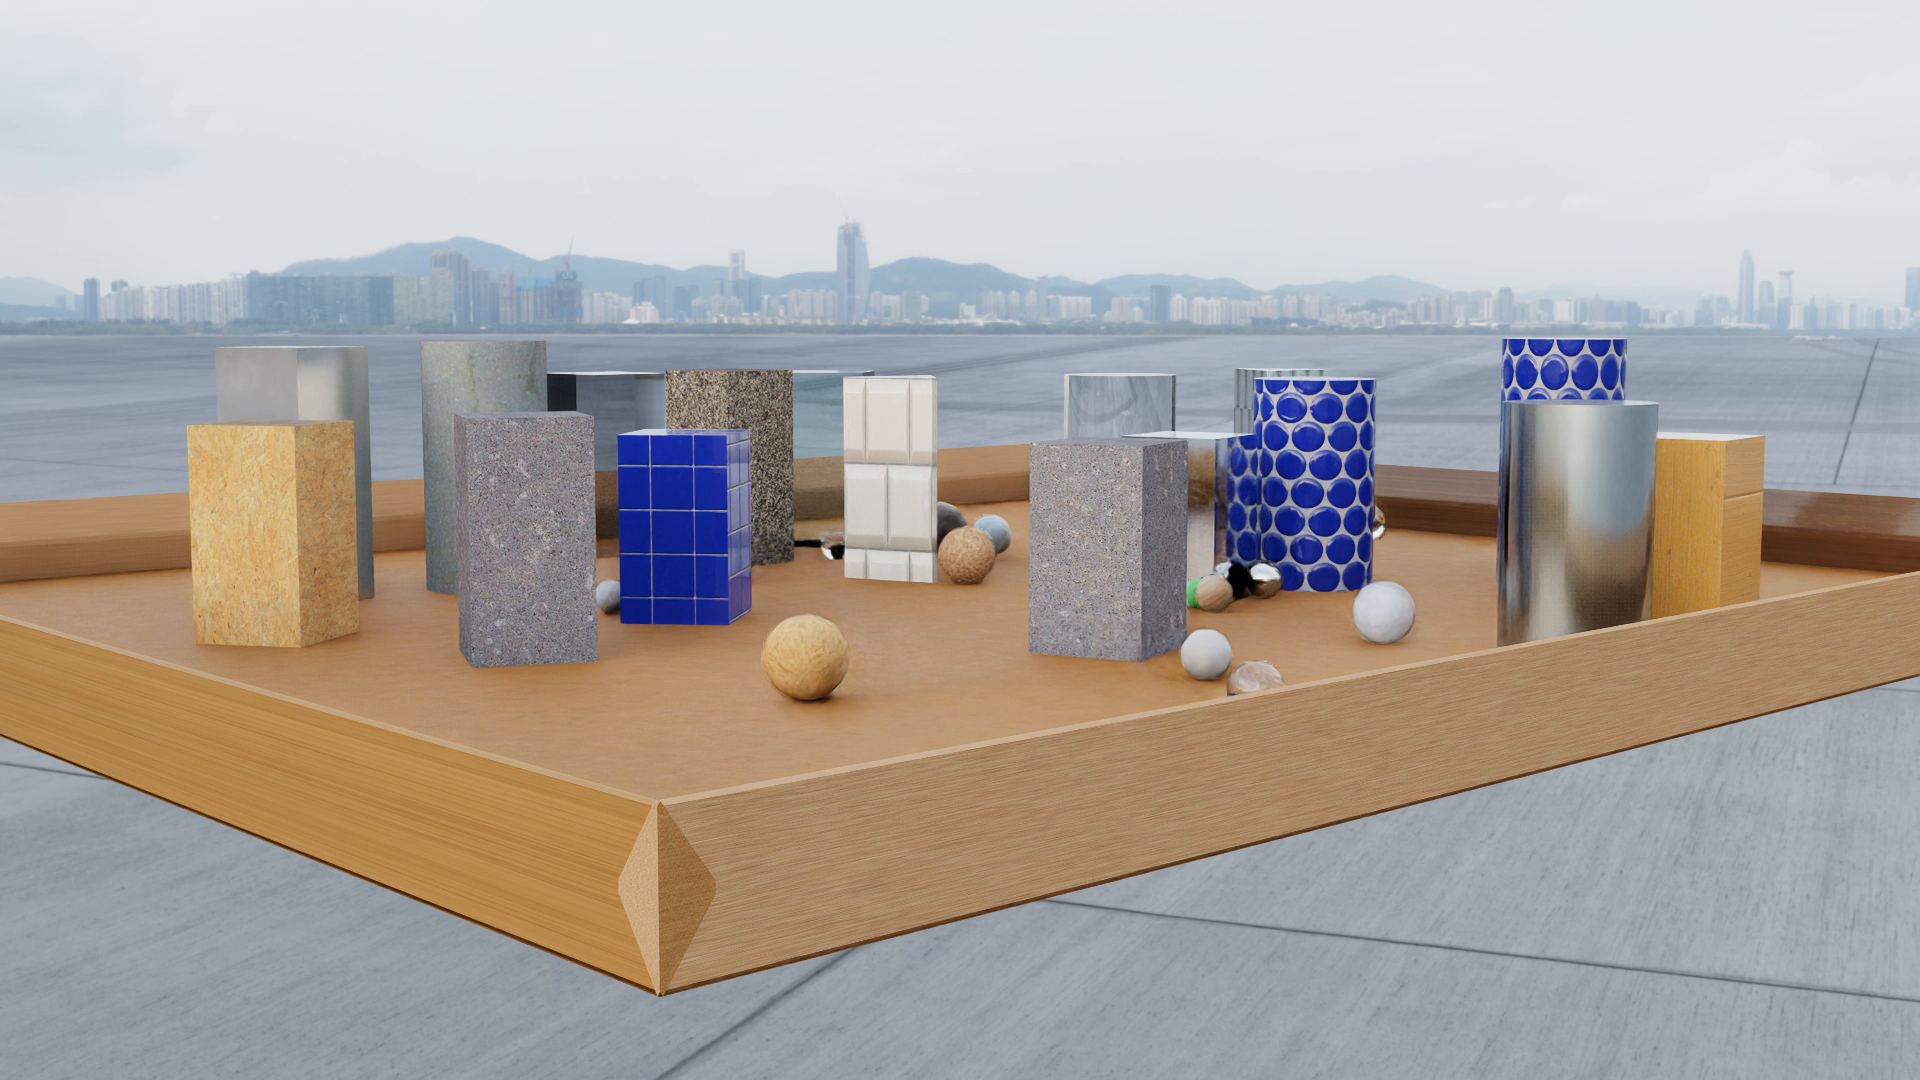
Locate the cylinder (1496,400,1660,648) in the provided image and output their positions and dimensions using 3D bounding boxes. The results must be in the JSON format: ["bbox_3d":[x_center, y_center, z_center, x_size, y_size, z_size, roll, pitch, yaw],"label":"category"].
[{"bbox_3d":[0.809,-0.018,2.885,0.196,0.325,0.196,0,6,0],"label":"cylinder"}]

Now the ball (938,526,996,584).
[{"bbox_3d":[0.011,0.024,3.587,0.094,0.094,0.094,0,6,0],"label":"ball"}]

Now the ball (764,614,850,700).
[{"bbox_3d":[-0.176,0.134,2.518,0.098,0.098,0.098,0,6,0],"label":"ball"}]

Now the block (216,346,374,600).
[{"bbox_3d":[-1.014,-0.100,3.359,0.157,0.389,0.157,3,7,25],"label":"block"}]

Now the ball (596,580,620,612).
[{"bbox_3d":[-0.516,0.083,3.246,0.048,0.048,0.048,0,6,0],"label":"ball"}]

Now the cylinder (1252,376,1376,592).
[{"bbox_3d":[0.572,-0.094,3.566,0.196,0.334,0.196,0,6,0],"label":"cylinder"}]

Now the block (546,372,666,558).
[{"bbox_3d":[-0.651,-0.141,4.039,0.157,0.330,0.157,-6,8,-44],"label":"block"}]

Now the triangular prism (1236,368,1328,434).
[{"bbox_3d":[0.561,-0.144,4.031,0.170,0.337,0.147,-6,8,-43],"label":"triangular prism"}]

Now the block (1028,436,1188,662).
[{"bbox_3d":[0.196,0.008,2.883,0.157,0.274,0.157,3,7,27],"label":"block"}]

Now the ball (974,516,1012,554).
[{"bbox_3d":[0.057,-0.008,4.000,0.074,0.074,0.074,0,6,0],"label":"ball"}]

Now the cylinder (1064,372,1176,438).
[{"bbox_3d":[0.280,-0.124,3.860,0.196,0.332,0.196,0,6,0],"label":"cylinder"}]

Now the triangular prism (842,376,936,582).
[{"bbox_3d":[-0.086,-0.107,3.691,0.170,0.334,0.147,3,7,25],"label":"triangular prism"}]

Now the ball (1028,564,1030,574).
[{"bbox_3d":[0.149,0.045,3.440,0.084,0.084,0.084,0,6,0],"label":"ball"}]

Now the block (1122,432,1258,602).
[{"bbox_3d":[0.354,-0.036,3.404,0.157,0.253,0.157,4,7,31],"label":"block"}]

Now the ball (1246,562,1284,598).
[{"bbox_3d":[0.471,0.063,3.401,0.057,0.057,0.057,0,6,0],"label":"ball"}]

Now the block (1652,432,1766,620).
[{"bbox_3d":[1.015,-0.010,3.074,0.157,0.270,0.157,5,8,38],"label":"block"}]

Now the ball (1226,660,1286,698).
[{"bbox_3d":[0.322,0.164,2.393,0.065,0.065,0.065,0,6,0],"label":"ball"}]

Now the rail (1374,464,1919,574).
[{"bbox_3d":[1.045,-0.067,4.291,0.045,0.128,2.557,-5,8,-42],"label":"rail"}]

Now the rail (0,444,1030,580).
[{"bbox_3d":[-0.851,-0.063,4.249,2.890,0.128,0.045,-5,8,-42],"label":"rail"}]

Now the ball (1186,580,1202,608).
[{"bbox_3d":[0.356,0.080,3.298,0.043,0.043,0.043,0,6,0],"label":"ball"}]

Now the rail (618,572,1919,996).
[{"bbox_3d":[0.851,0.129,2.415,2.890,0.128,0.045,-5,8,-42],"label":"rail"}]

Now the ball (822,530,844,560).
[{"bbox_3d":[-0.221,0.009,3.928,0.053,0.053,0.053,0,6,0],"label":"ball"}]

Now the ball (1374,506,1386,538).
[{"bbox_3d":[0.790,-0.035,4.267,0.071,0.071,0.071,0,6,0],"label":"ball"}]

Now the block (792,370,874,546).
[{"bbox_3d":[-0.253,-0.158,4.208,0.157,0.328,0.157,1,6,7],"label":"block"}]

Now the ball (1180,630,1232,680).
[{"bbox_3d":[0.297,0.138,2.652,0.062,0.062,0.062,0,6,0],"label":"ball"}]

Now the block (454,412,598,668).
[{"bbox_3d":[-0.559,-0.005,2.828,0.157,0.311,0.157,-2,6,-18],"label":"block"}]

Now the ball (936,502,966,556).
[{"bbox_3d":[-0.036,-0.020,3.998,0.097,0.097,0.097,0,6,0],"label":"ball"}]

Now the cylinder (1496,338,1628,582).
[{"bbox_3d":[0.982,-0.129,3.593,0.196,0.398,0.196,0,6,0],"label":"cylinder"}]

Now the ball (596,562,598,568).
[{"bbox_3d":[-0.620,0.040,3.525,0.076,0.076,0.076,0,6,0],"label":"ball"}]

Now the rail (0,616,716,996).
[{"bbox_3d":[-1.045,0.133,2.373,0.045,0.128,2.557,-5,8,-42],"label":"rail"}]

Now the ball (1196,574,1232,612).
[{"bbox_3d":[0.376,0.079,3.254,0.055,0.055,0.055,0,6,0],"label":"ball"}]

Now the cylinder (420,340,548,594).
[{"bbox_3d":[-0.760,-0.121,3.530,0.196,0.396,0.196,0,6,0],"label":"cylinder"}]

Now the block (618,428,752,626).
[{"bbox_3d":[-0.397,-0.022,3.189,0.157,0.269,0.157,1,6,7],"label":"block"}]

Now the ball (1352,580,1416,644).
[{"bbox_3d":[0.568,0.097,2.947,0.084,0.084,0.084,0,6,0],"label":"ball"}]

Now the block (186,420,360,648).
[{"bbox_3d":[-0.931,-0.013,2.990,0.157,0.293,0.157,1,6,13],"label":"block"}]

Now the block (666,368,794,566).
[{"bbox_3d":[-0.406,-0.130,3.882,0.157,0.339,0.157,5,8,40],"label":"block"}]
